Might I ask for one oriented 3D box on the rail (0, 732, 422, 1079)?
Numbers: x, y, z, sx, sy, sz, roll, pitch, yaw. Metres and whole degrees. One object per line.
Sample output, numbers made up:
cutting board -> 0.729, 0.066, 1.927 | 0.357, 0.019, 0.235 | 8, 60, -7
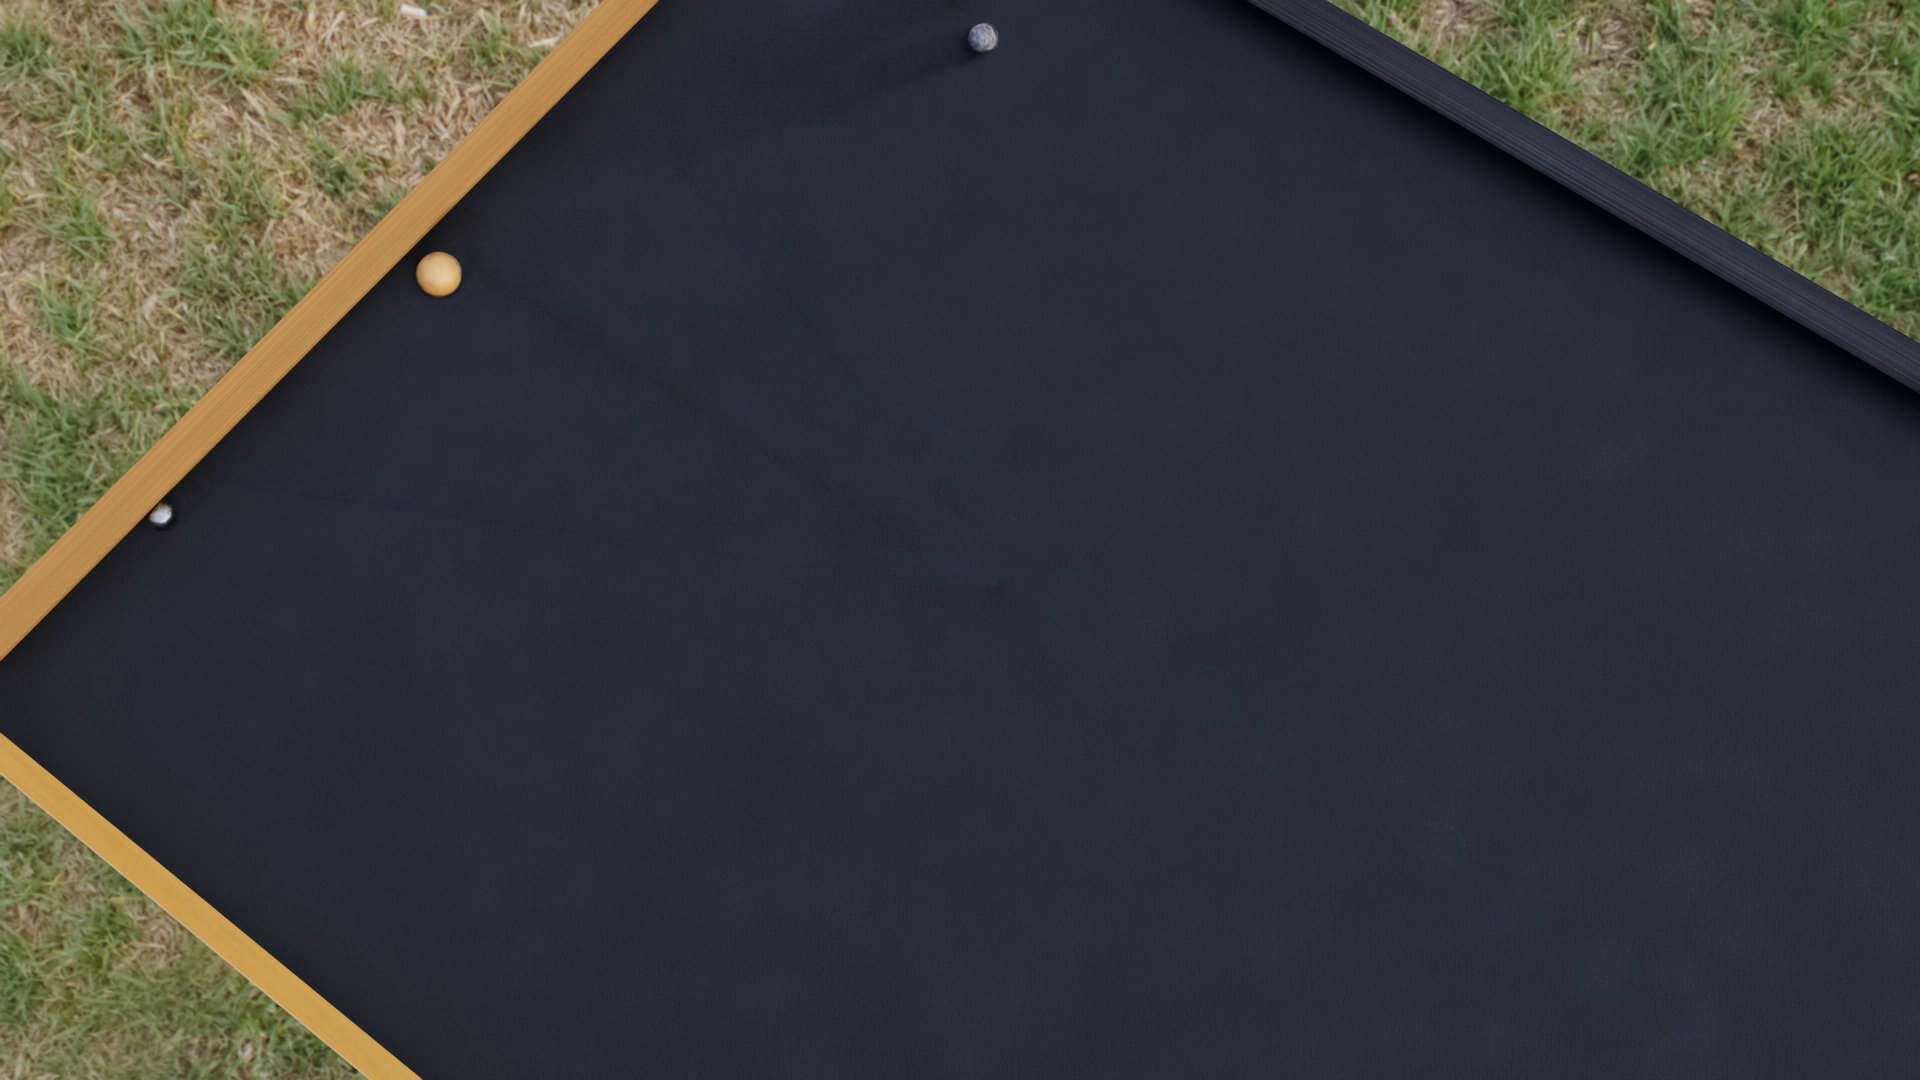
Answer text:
rail -> 0.185, 1.462, 2.867 | 4.472, 0.106, 0.045 | 34, 70, 14

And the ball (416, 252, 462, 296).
ball -> -0.889, -0.454, 3.752 | 0.076, 0.076, 0.076 | 0, 66, 0

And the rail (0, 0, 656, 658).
rail -> -0.875, -0.609, 3.805 | 0.045, 0.106, 2.411 | 34, 70, 14

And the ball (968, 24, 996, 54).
ball -> 0.041, -0.905, 3.970 | 0.052, 0.052, 0.052 | 0, 66, 0

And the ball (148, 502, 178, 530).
ball -> -1.298, -0.040, 3.581 | 0.046, 0.046, 0.046 | 0, 66, 0

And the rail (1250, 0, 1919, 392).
rail -> 1.603, -0.260, 3.646 | 4.472, 0.106, 0.045 | 34, 70, 14
